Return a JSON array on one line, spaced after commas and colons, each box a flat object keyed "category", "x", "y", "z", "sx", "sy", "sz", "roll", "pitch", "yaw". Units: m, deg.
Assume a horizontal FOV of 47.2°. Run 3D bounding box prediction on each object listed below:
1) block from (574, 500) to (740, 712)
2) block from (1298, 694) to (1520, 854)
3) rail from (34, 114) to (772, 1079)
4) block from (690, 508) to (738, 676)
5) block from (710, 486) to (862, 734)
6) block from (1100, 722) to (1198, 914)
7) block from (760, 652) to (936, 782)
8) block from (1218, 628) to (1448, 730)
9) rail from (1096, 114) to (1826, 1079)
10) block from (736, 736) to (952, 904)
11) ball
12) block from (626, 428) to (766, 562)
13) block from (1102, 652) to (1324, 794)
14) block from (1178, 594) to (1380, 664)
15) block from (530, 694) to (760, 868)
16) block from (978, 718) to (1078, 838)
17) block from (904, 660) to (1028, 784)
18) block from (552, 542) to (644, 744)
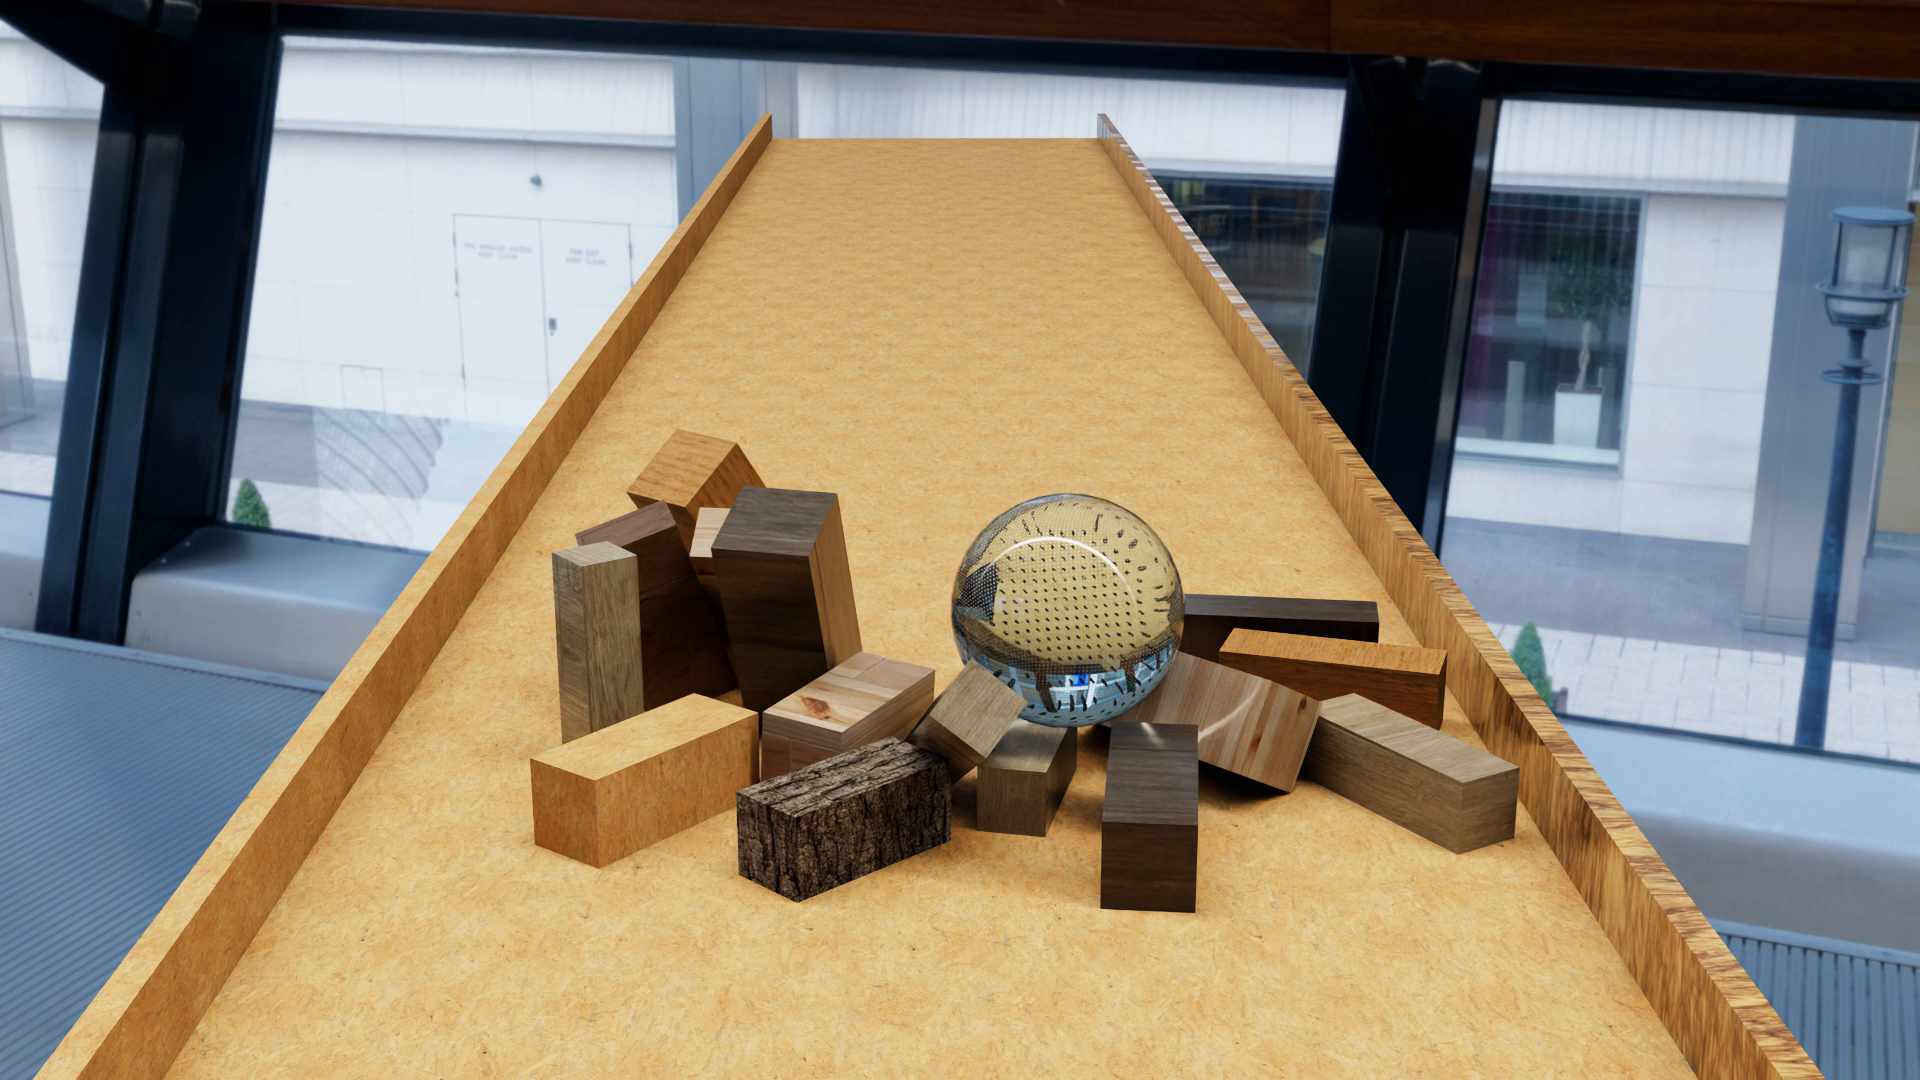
[{"category": "block", "x": -0.567, "y": 0.132, "z": 4.117, "sx": 0.180, "sy": 0.341, "sz": 0.180, "roll": -22, "pitch": 20, "yaw": -8}, {"category": "block", "x": 0.747, "y": 0.388, "z": 3.704, "sx": 0.125, "sy": 0.125, "sz": 0.399, "roll": -10, "pitch": 19, "yaw": -30}, {"category": "rail", "x": -1.118, "y": -0.838, "z": 7.780, "sx": 0.050, "sy": 0.150, "sz": 12.000, "roll": 0, "pitch": 17, "yaw": -1}, {"category": "block", "x": -0.408, "y": 0.107, "z": 4.162, "sx": 0.106, "sy": 0.439, "sz": 0.106, "roll": 2, "pitch": 57, "yaw": 8}, {"category": "block", "x": -0.300, "y": 0.136, "z": 3.939, "sx": 0.176, "sy": 0.438, "sz": 0.176, "roll": 5, "pitch": 40, "yaw": 14}, {"category": "block", "x": 0.306, "y": 0.435, "z": 3.512, "sx": 0.144, "sy": 0.144, "sz": 0.415, "roll": 2, "pitch": 17, "yaw": 6}, {"category": "block", "x": -0.192, "y": 0.332, "z": 3.828, "sx": 0.152, "sy": 0.152, "sz": 0.340, "roll": 12, "pitch": 20, "yaw": 24}, {"category": "block", "x": 0.689, "y": 0.270, "z": 4.079, "sx": 0.400, "sy": 0.137, "sz": 0.137, "roll": 5, "pitch": 17, "yaw": 18}, {"category": "rail", "x": 0.932, "y": -0.844, "z": 7.801, "sx": 0.050, "sy": 0.150, "sz": 12.000, "roll": 0, "pitch": 17, "yaw": -1}, {"category": "block", "x": -0.181, "y": 0.440, "z": 3.499, "sx": 0.328, "sy": 0.142, "sz": 0.142, "roll": -16, "pitch": 23, "yaw": -42}, {"category": "ball", "x": 0.182, "y": 0.119, "z": 3.726, "sx": 0.399, "sy": 0.399, "sz": 0.399, "roll": 0, "pitch": 17, "yaw": 0}, {"category": "block", "x": -0.446, "y": 0.010, "z": 4.366, "sx": 0.170, "sy": 0.460, "sz": 0.170, "roll": 14, "pitch": 57, "yaw": 39}, {"category": "block", "x": 0.387, "y": 0.287, "z": 3.871, "sx": 0.454, "sy": 0.164, "sz": 0.164, "roll": 17, "pitch": -5, "yaw": 44}, {"category": "block", "x": 0.611, "y": 0.195, "z": 4.341, "sx": 0.414, "sy": 0.131, "sz": 0.131, "roll": 2, "pitch": 17, "yaw": 8}, {"category": "block", "x": -0.515, "y": 0.393, "z": 3.641, "sx": 0.151, "sy": 0.151, "sz": 0.373, "roll": 13, "pitch": 21, "yaw": 36}, {"category": "block", "x": 0.117, "y": 0.386, "z": 3.730, "sx": 0.114, "sy": 0.114, "sz": 0.302, "roll": 4, "pitch": 17, "yaw": 12}, {"category": "block", "x": -0.002, "y": 0.305, "z": 3.583, "sx": 0.110, "sy": 0.110, "sz": 0.450, "roll": 37, "pitch": -15, "yaw": 1}, {"category": "block", "x": -0.633, "y": 0.207, "z": 3.859, "sx": 0.108, "sy": 0.383, "sz": 0.108, "roll": -12, "pitch": 21, "yaw": -36}]
